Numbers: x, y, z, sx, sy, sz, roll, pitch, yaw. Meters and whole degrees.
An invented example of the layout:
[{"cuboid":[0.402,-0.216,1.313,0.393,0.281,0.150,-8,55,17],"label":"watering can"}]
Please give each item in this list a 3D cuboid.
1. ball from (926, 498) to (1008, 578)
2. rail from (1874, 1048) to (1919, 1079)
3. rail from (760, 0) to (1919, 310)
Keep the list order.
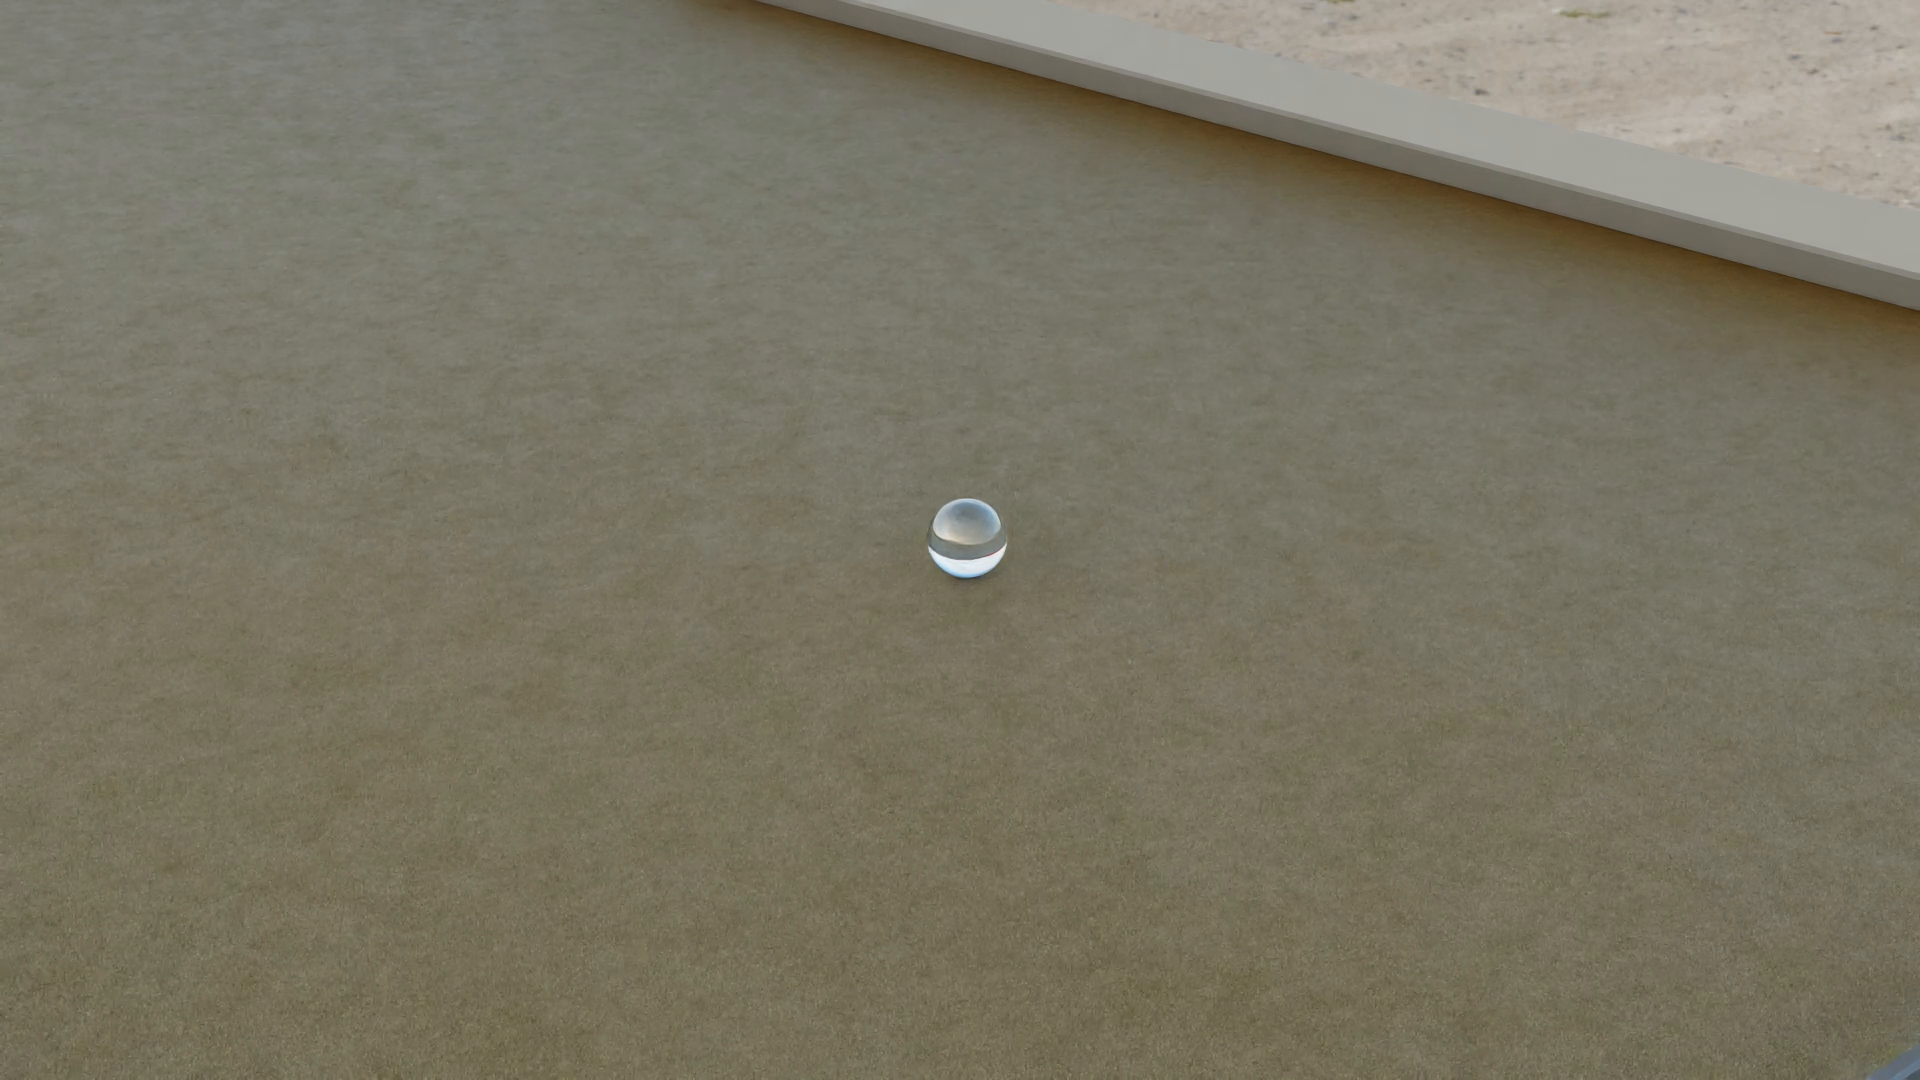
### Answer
[{"cuboid":[0.006,-0.002,2.363,0.065,0.065,0.065,0,23,0],"label":"ball"},{"cuboid":[0.640,0.260,1.708,2.337,0.099,0.045,-20,30,-38],"label":"rail"},{"cuboid":[0.190,-0.605,3.725,0.045,0.099,3.898,-20,30,-38],"label":"rail"}]
